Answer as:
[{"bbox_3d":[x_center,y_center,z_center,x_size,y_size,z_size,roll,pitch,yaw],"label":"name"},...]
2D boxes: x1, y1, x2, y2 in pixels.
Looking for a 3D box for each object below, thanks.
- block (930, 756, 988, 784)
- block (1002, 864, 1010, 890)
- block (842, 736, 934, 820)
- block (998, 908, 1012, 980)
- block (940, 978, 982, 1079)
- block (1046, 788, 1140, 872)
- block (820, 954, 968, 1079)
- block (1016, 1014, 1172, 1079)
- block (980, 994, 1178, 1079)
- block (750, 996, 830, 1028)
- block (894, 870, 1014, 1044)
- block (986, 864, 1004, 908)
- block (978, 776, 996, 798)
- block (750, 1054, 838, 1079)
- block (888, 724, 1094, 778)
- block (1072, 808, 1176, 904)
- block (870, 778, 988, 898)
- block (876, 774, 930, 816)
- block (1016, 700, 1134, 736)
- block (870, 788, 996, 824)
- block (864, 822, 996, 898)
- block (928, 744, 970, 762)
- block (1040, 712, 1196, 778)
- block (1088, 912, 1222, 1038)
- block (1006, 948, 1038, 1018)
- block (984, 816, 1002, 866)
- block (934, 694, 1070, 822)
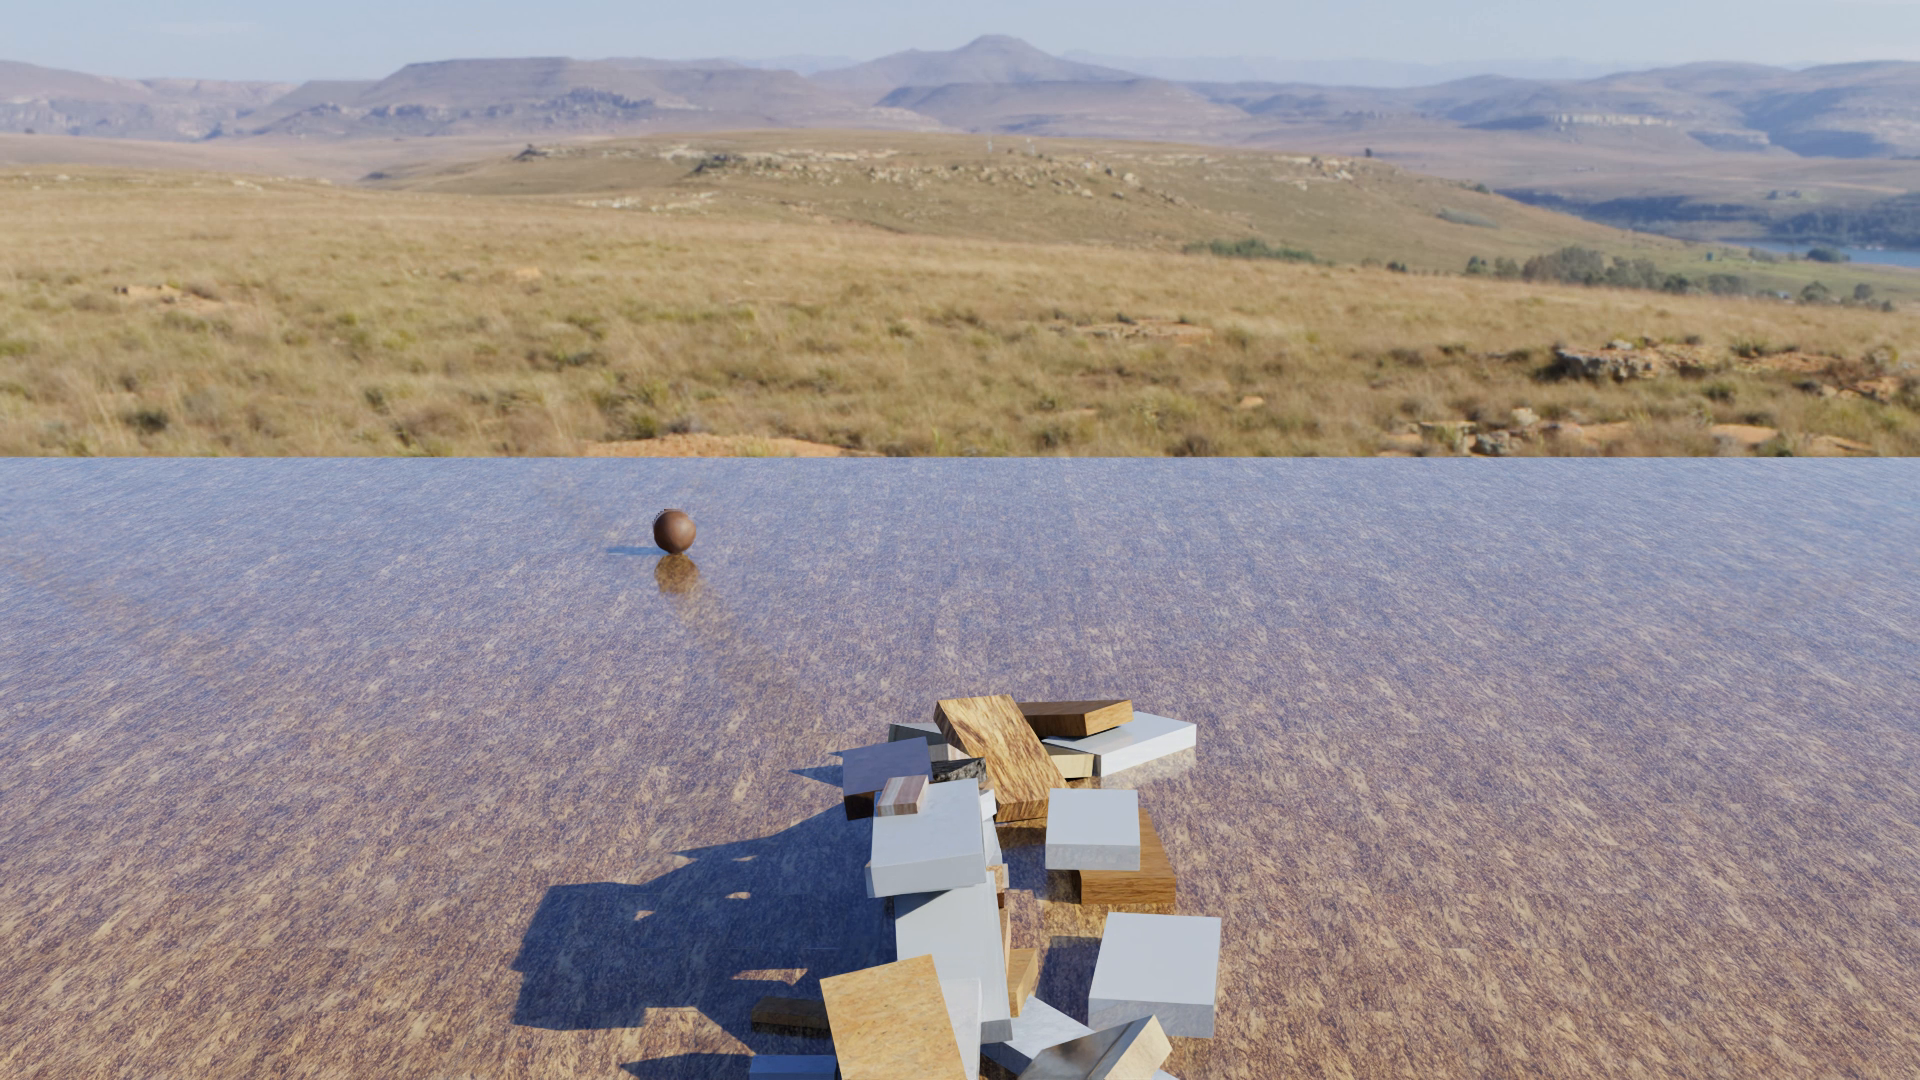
[{"bbox_3d":[-0.050,0.387,3.535,0.134,0.038,0.268,-7,-2,12],"label":"block"},{"bbox_3d":[0.008,0.547,3.539,0.130,0.037,0.260,-4,-10,-1],"label":"block"},{"bbox_3d":[-0.109,0.361,3.354,0.134,0.038,0.268,-10,9,-2],"label":"block"},{"bbox_3d":[-0.002,0.591,3.198,0.144,0.041,0.289,-5,2,3],"label":"block"},{"bbox_3d":[-0.039,0.670,2.819,0.125,0.035,0.250,-3,37,5],"label":"block"},{"bbox_3d":[0.230,0.498,3.802,0.157,0.044,0.313,1,11,4],"label":"block"},{"bbox_3d":[-0.076,0.660,2.772,0.150,0.042,0.300,-12,37,-7],"label":"block"},{"bbox_3d":[0.096,0.697,2.594,0.175,0.050,0.408,-25,4,31],"label":"block"},{"bbox_3d":[0.169,0.709,2.933,0.125,0.035,0.580,-7,12,-32],"label":"block"},{"bbox_3d":[-0.236,0.677,3.155,0.114,0.016,0.057,3,11,14],"label":"block"},{"bbox_3d":[-0.012,0.575,3.019,0.144,0.041,0.289,-7,33,0],"label":"block"},{"bbox_3d":[-0.006,0.550,3.364,0.144,0.041,0.289,-4,-19,0],"label":"block"},{"bbox_3d":[-0.016,0.428,3.675,0.130,0.037,0.261,-4,-2,5],"label":"block"},{"bbox_3d":[-0.224,0.713,2.961,0.114,0.016,0.057,0,11,1],"label":"block"},{"bbox_3d":[0.059,0.418,4.385,0.391,0.044,0.157,8,1,36],"label":"block"},{"bbox_3d":[0.268,0.543,3.802,0.155,0.044,0.378,0,11,-3],"label":"block"},{"bbox_3d":[-0.044,0.409,3.048,0.150,0.042,0.300,-8,13,1],"label":"block"},{"bbox_3d":[-0.081,0.364,3.133,0.057,0.016,0.114,-6,13,9],"label":"block"},{"bbox_3d":[0.189,0.371,4.566,0.310,0.044,0.155,-5,4,42],"label":"block"},{"bbox_3d":[-0.037,0.418,3.343,0.134,0.038,0.269,-7,-2,11],"label":"block"},{"bbox_3d":[-0.038,0.459,3.179,0.150,0.042,0.333,-7,0,6],"label":"block"},{"bbox_3d":[-0.037,0.387,3.771,0.100,0.028,0.200,-8,-18,16],"label":"block"},{"bbox_3d":[0.326,0.414,4.493,0.157,0.044,0.313,9,14,41],"label":"block"},{"bbox_3d":[0.294,0.640,3.262,0.175,0.050,0.351,2,11,8],"label":"block"},{"bbox_3d":[0.034,0.629,3.118,0.125,0.035,0.250,-5,2,8],"label":"block"},{"bbox_3d":[-0.007,0.481,3.464,0.130,0.037,0.260,-4,8,-2],"label":"block"},{"bbox_3d":[0.081,0.410,4.167,0.155,0.044,0.310,-3,35,-25],"label":"block"}]
